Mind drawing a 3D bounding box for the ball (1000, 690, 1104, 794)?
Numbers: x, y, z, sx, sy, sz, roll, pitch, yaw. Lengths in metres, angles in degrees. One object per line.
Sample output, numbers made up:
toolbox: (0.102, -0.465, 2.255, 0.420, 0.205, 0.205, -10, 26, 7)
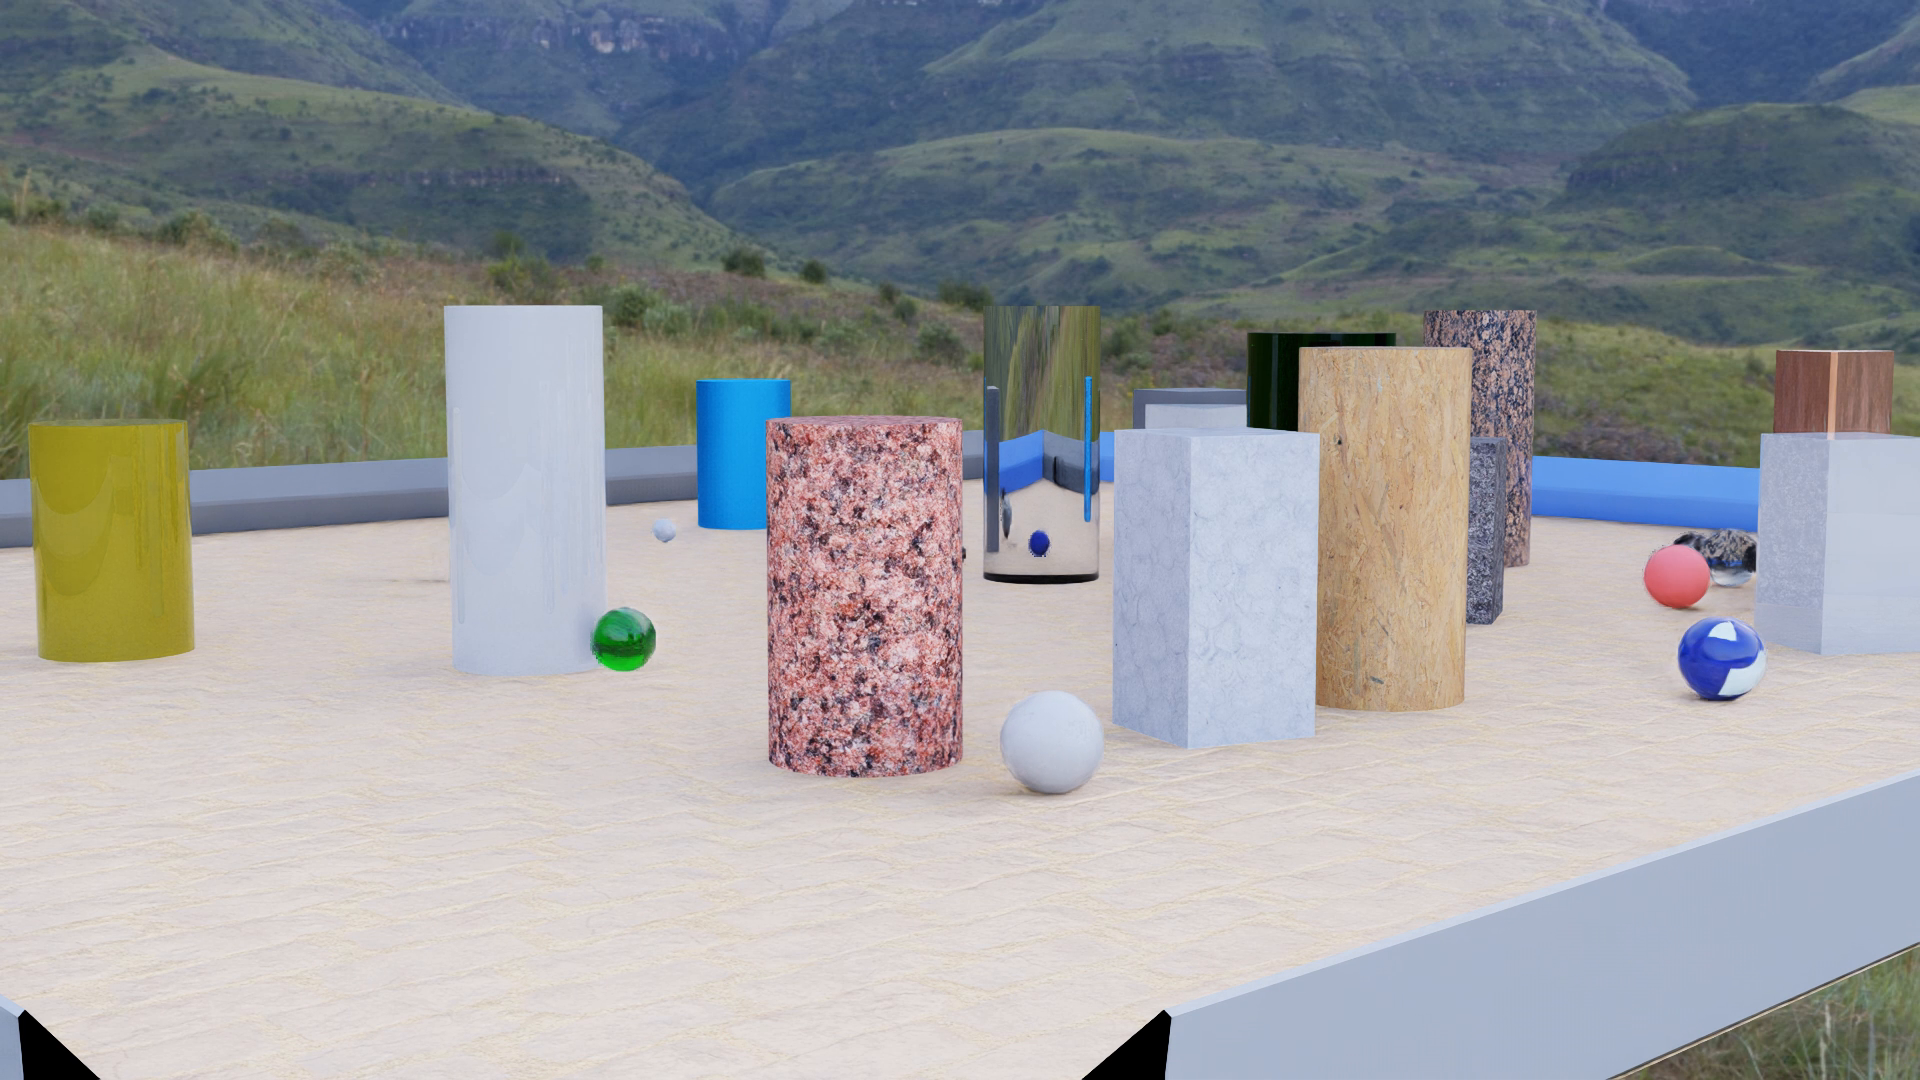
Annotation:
ball: (0.084, 0.186, 2.029, 0.095, 0.095, 0.095, 0, 6, 0)

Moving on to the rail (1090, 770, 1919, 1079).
rail: (1.194, 0.168, 2.045, 3.801, 0.126, 0.045, -6, 8, -42)

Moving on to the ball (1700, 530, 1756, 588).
ball: (1.237, 0.029, 3.533, 0.093, 0.093, 0.093, 0, 6, 0)

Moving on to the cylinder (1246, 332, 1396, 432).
cylinder: (0.473, -0.065, 2.897, 0.193, 0.414, 0.193, 0, 6, 0)

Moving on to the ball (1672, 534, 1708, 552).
ball: (1.222, 0.025, 3.670, 0.072, 0.072, 0.072, 0, 6, 0)

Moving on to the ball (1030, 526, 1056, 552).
ball: (0.153, -0.002, 4.041, 0.048, 0.048, 0.048, 0, 6, 0)

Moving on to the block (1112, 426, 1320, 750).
block: (0.267, 0.044, 2.318, 0.155, 0.317, 0.155, -3, 7, -26)

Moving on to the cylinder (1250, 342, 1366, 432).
cylinder: (0.594, -0.145, 3.771, 0.193, 0.389, 0.193, 0, 6, 0)

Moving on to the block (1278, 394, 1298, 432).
block: (0.734, -0.154, 4.429, 0.155, 0.269, 0.155, 3, 7, 23)

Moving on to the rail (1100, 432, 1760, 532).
rail: (1.379, -0.100, 4.598, 0.045, 0.126, 3.568, -6, 8, -42)

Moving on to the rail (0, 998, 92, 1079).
rail: (-1.379, 0.166, 2.066, 0.045, 0.126, 3.568, -6, 8, -42)

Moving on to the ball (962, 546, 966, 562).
ball: (-0.011, 0.024, 3.814, 0.043, 0.043, 0.043, 0, 6, 0)

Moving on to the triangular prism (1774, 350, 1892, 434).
triangular prism: (1.333, -0.104, 3.427, 0.167, 0.380, 0.145, -5, 8, -38)

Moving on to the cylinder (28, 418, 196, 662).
cylinder: (-1.102, -0.004, 2.860, 0.193, 0.299, 0.193, 0, 6, 0)

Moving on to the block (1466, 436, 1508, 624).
block: (0.705, -0.018, 3.196, 0.155, 0.257, 0.155, 2, 6, 20)

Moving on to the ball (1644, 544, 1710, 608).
ball: (1.071, 0.054, 3.285, 0.094, 0.094, 0.094, 0, 6, 0)

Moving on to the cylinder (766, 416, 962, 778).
cylinder: (-0.094, 0.049, 2.175, 0.193, 0.336, 0.193, 0, 6, 0)

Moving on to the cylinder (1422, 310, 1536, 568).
cylinder: (0.909, -0.182, 3.868, 0.193, 0.442, 0.193, 0, 6, 0)

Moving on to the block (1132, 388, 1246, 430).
block: (0.423, -0.124, 4.000, 0.155, 0.299, 0.155, -4, 7, -33)

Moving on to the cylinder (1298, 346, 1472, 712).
cylinder: (0.482, -0.019, 2.515, 0.193, 0.400, 0.193, 0, 6, 0)

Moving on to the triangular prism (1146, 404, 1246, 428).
triangular prism: (0.332, -0.041, 3.183, 0.145, 0.306, 0.167, 4, 7, 36)

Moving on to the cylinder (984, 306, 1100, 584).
cylinder: (0.135, -0.161, 3.638, 0.193, 0.450, 0.193, 0, 6, 0)

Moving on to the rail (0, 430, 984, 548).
rail: (-1.194, -0.102, 4.619, 3.801, 0.126, 0.045, -6, 8, -42)

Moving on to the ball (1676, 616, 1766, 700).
ball: (0.869, 0.135, 2.509, 0.097, 0.097, 0.097, 0, 6, 0)

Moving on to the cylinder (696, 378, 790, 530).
cylinder: (-0.445, -0.179, 4.532, 0.193, 0.299, 0.193, 0, 6, 0)

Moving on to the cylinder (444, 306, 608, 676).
cylinder: (-0.541, -0.067, 2.750, 0.193, 0.448, 0.193, 0, 6, 0)

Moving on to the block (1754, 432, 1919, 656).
block: (1.170, 0.001, 2.915, 0.155, 0.278, 0.155, -1, 6, -12)

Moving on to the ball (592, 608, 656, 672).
ball: (-0.413, 0.122, 2.708, 0.079, 0.079, 0.079, 0, 6, 0)

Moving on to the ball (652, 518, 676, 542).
ball: (-0.567, -0.019, 4.218, 0.045, 0.045, 0.045, 0, 6, 0)
